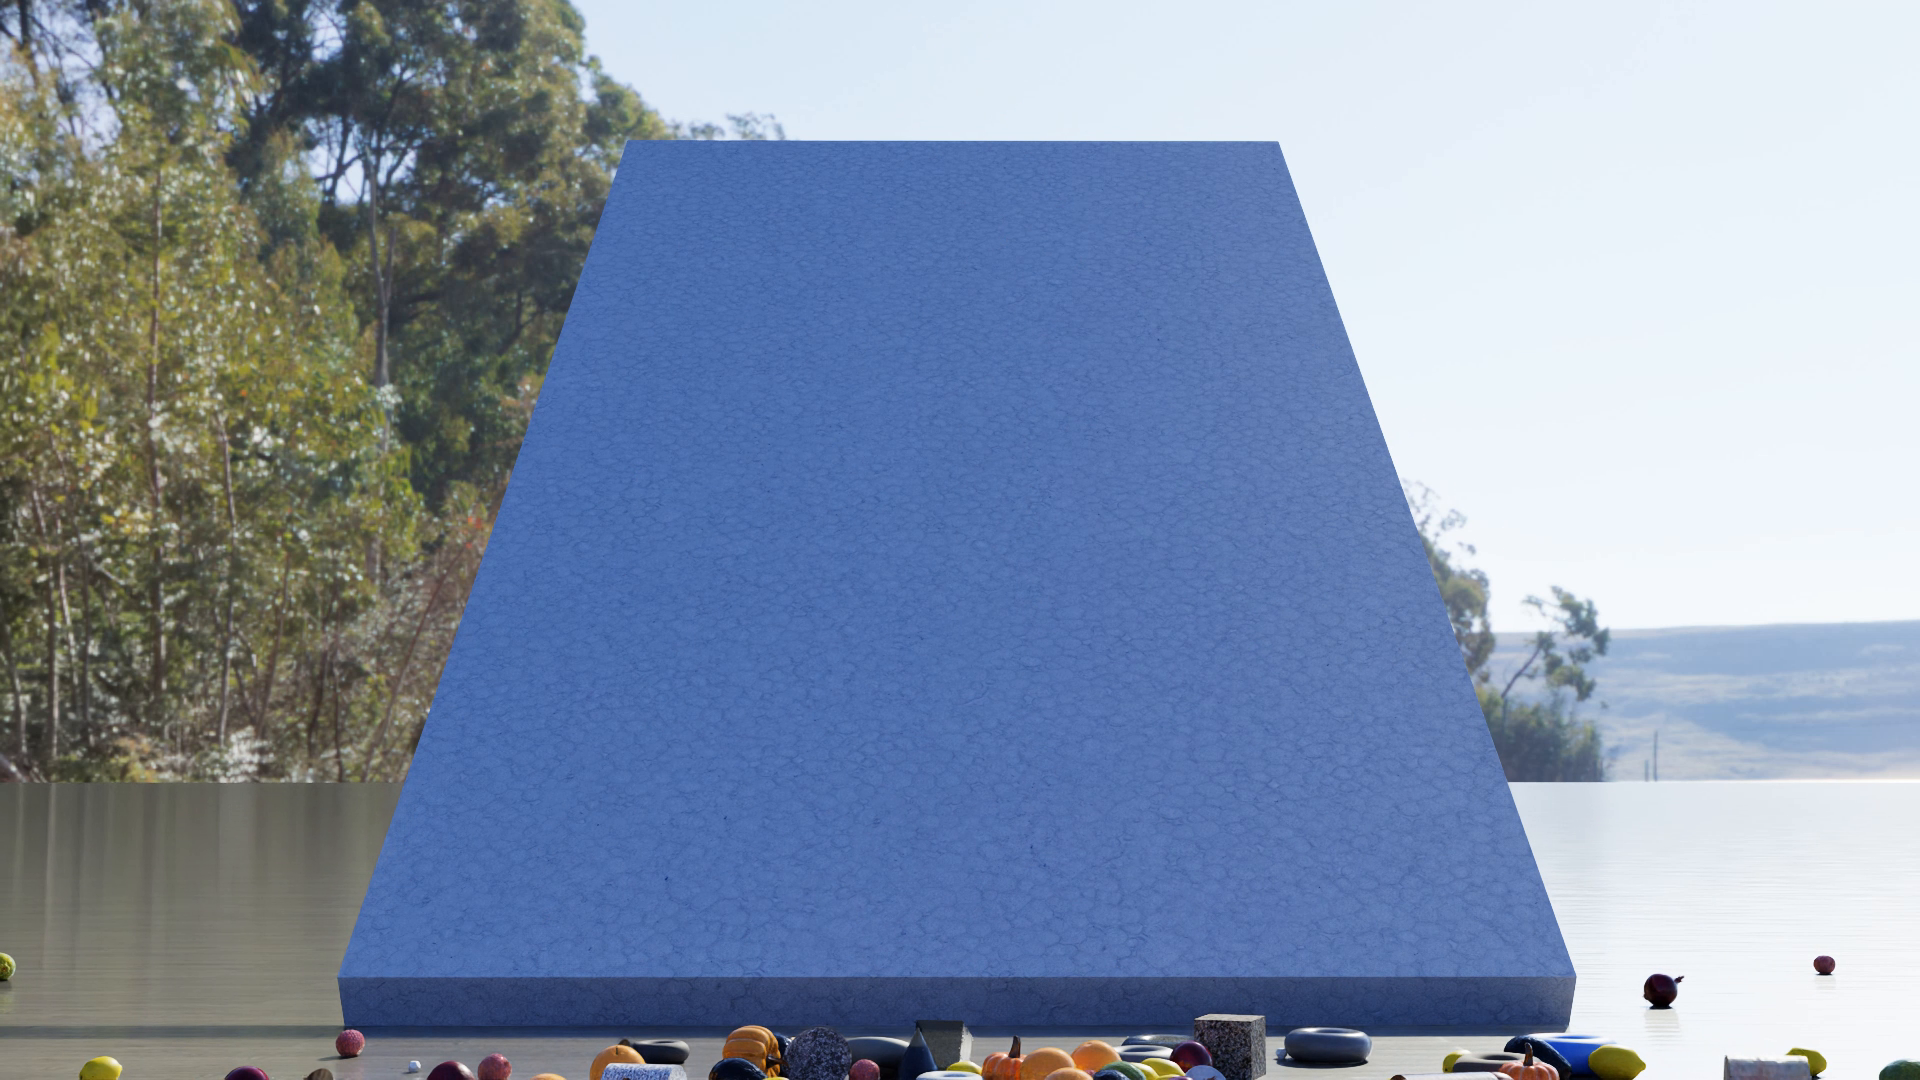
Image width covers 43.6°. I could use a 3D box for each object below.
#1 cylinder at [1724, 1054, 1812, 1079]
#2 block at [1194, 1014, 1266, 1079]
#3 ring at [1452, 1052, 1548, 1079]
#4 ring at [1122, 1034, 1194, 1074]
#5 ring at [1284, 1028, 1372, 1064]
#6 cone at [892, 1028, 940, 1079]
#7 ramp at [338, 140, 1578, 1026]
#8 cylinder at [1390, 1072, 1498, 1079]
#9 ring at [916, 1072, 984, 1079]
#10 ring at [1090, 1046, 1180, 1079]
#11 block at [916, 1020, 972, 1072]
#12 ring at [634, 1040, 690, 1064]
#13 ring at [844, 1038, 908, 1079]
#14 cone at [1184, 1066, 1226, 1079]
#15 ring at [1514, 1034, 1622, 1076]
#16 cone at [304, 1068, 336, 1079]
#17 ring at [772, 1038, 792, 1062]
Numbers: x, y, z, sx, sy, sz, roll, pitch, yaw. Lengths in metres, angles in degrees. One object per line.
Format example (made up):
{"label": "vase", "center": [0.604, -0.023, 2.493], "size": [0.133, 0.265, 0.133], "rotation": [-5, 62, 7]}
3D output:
{"label": "cylinder", "center": [0.923, 0.633, 2.744], "size": [0.086, 0.086, 0.086], "rotation": [-1, -6, 11]}
{"label": "block", "center": [0.366, 0.687, 3.253], "size": [0.079, 0.079, 0.079], "rotation": [-2, -6, 21]}
{"label": "ring", "center": [0.705, 0.695, 3.135], "size": [0.121, 0.040, 0.121], "rotation": [0, -4, 0]}
{"label": "ring", "center": [0.287, 0.713, 3.330], "size": [0.131, 0.044, 0.131], "rotation": [1, -5, 0]}
{"label": "ring", "center": [0.528, 0.725, 3.442], "size": [0.126, 0.042, 0.126], "rotation": [1, -6, 0]}
{"label": "cone", "center": [-0.054, 0.670, 3.100], "size": [0.083, 0.083, 0.083], "rotation": [0, -6, 0]}
{"label": "ramp", "center": [-0.012, -0.218, 5.645], "size": [2.000, 0.100, 4.000], "rotation": [0, 29, 0]}
{"label": "cylinder", "center": [0.502, 0.601, 2.478], "size": [0.099, 0.099, 0.099], "rotation": [1, -6, -14]}
{"label": "ring", "center": [-0.012, 0.689, 3.023], "size": [0.094, 0.031, 0.094], "rotation": [1, -6, 0]}
{"label": "ring", "center": [0.235, 0.703, 3.219], "size": [0.122, 0.041, 0.122], "rotation": [-1, -6, 0]}
{"label": "block", "center": [-0.023, 0.677, 3.178], "size": [0.063, 0.063, 0.063], "rotation": [-1, -30, 12]}
{"label": "ring", "center": [-0.428, 0.728, 3.413], "size": [0.087, 0.029, 0.087], "rotation": [-1, -7, 0]}
{"label": "ring", "center": [-0.110, 0.689, 3.191], "size": [0.115, 0.038, 0.115], "rotation": [2, -25, 1]}
{"label": "cone", "center": [0.289, 0.681, 2.923], "size": [0.062, 0.062, 0.062], "rotation": [2, -32, -18]}
{"label": "ring", "center": [0.837, 0.708, 3.307], "size": [0.145, 0.048, 0.145], "rotation": [0, -7, 0]}
{"label": "cone", "center": [-0.705, 0.656, 2.721], "size": [0.085, 0.085, 0.085], "rotation": [-6, -35, 45]}
{"label": "ring", "center": [-0.215, 0.724, 3.395], "size": [0.101, 0.034, 0.101], "rotation": [1, -6, 0]}
